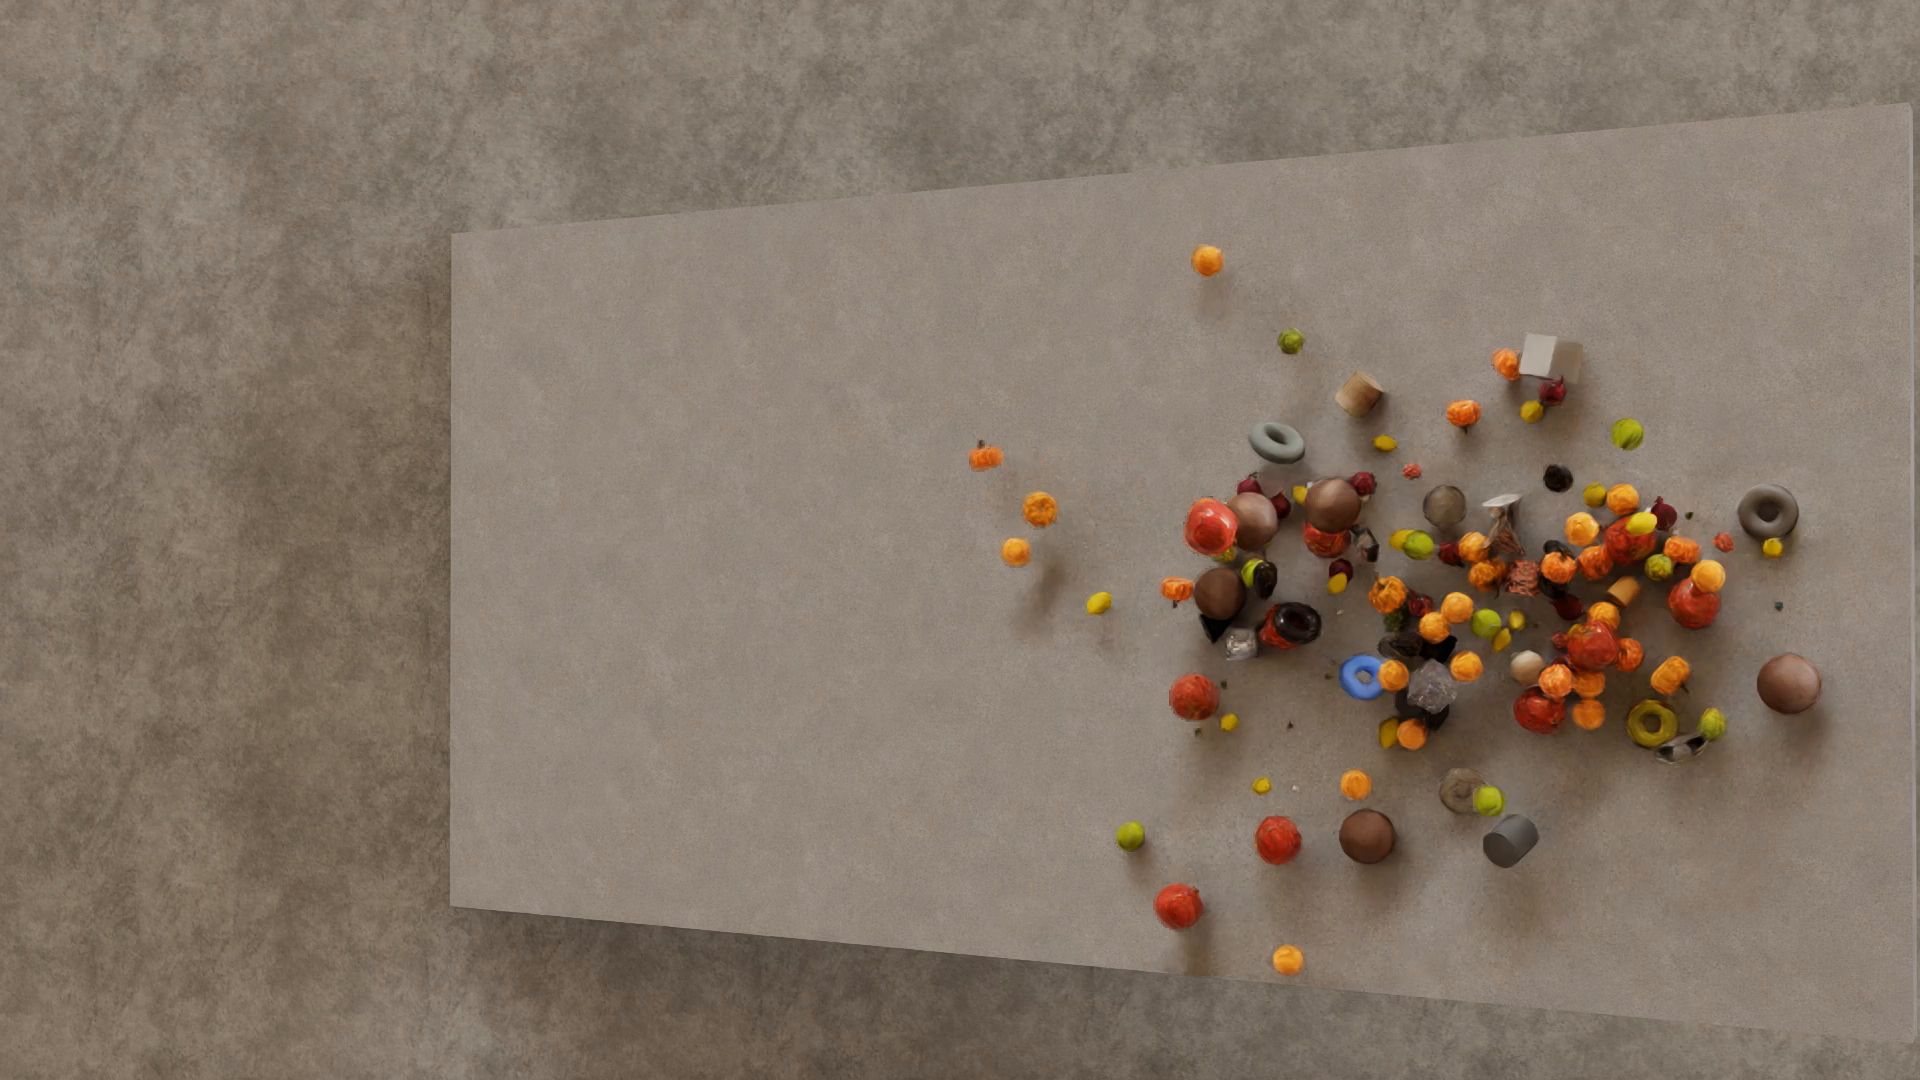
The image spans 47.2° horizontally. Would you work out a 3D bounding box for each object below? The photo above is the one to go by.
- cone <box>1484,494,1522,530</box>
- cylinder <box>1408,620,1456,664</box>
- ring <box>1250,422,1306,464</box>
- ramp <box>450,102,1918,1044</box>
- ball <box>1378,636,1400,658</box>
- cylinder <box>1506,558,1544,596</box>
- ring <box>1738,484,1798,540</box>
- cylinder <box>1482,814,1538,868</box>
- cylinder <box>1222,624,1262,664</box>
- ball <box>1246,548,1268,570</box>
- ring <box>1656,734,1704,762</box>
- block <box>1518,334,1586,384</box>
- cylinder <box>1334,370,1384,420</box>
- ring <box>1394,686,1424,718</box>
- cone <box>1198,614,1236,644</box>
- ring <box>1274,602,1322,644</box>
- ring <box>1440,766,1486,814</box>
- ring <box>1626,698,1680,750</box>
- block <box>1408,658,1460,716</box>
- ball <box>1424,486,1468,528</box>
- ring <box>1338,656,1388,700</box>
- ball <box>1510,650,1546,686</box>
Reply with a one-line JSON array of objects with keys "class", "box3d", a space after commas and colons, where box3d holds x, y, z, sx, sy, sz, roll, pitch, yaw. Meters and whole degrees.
[{"class": "cone", "box3d": [1.257, -0.049, 5.050, 0.090, 0.090, 0.090, -18, 102, 0]}, {"class": "cylinder", "box3d": [1.099, 0.240, 5.116, 0.080, 0.080, 0.080, 35, 89, 24]}, {"class": "ring", "box3d": [0.761, -0.233, 5.270, 0.139, 0.139, 0.046, 17, 128, 0]}, {"class": "ramp", "box3d": [0.277, 0.078, 5.653, 4.000, 0.100, 2.000, 0, 89, 28]}, {"class": "ball", "box3d": [1.010, 0.252, 5.178, 0.053, 0.053, 0.053, 0, 89, 0]}, {"class": "cylinder", "box3d": [1.289, 0.085, 5.019, 0.077, 0.077, 0.077, 9, 94, 0]}, {"class": "ring", "box3d": [1.759, -0.061, 4.787, 0.126, 0.042, 0.126, 3, 99, 23]}, {"class": "cylinder", "box3d": [1.246, 0.681, 4.979, 0.090, 0.090, 0.090, -31, 89, -37]}, {"class": "cylinder", "box3d": [0.683, 0.252, 5.337, 0.077, 0.077, 0.077, -15, 72, 0]}, {"class": "ball", "box3d": [0.718, 0.044, 5.334, 0.053, 0.053, 0.053, 0, 89, 0]}, {"class": "ring", "box3d": [1.578, 0.457, 4.817, 0.108, 0.108, 0.036, -21, 94, 0]}, {"class": "block", "box3d": [1.337, -0.410, 4.970, 0.092, 0.092, 0.092, 9, 96, -30]}, {"class": "cylinder", "box3d": [0.944, -0.343, 5.198, 0.084, 0.084, 0.084, 37, 109, 0]}, {"class": "ring", "box3d": [1.058, 0.378, 5.156, 0.077, 0.026, 0.077, 0, 94, 4]}, {"class": "cone", "box3d": [0.640, 0.202, 5.383, 0.083, 0.083, 0.083, -25, 89, -2]}, {"class": "ring", "box3d": [0.796, 0.196, 5.185, 0.119, 0.040, 0.119, 5, 48, -6]}, {"class": "ring", "box3d": [1.167, 0.581, 5.101, 0.111, 0.037, 0.111, -1, 88, 28]}, {"class": "ring", "box3d": [1.544, 0.411, 4.903, 0.117, 0.039, 0.117, 2, 94, 30]}, {"class": "block", "box3d": [1.087, 0.337, 5.051, 0.078, 0.078, 0.078, 31, 133, -10]}, {"class": "ball", "box3d": [1.124, -0.077, 5.095, 0.100, 0.100, 0.100, 0, 89, 0]}, {"class": "ring", "box3d": [0.946, 0.322, 5.152, 0.116, 0.039, 0.116, 0, 59, 0]}, {"class": "ball", "box3d": [1.279, 0.288, 4.946, 0.078, 0.078, 0.078, 0, 89, 0]}]
